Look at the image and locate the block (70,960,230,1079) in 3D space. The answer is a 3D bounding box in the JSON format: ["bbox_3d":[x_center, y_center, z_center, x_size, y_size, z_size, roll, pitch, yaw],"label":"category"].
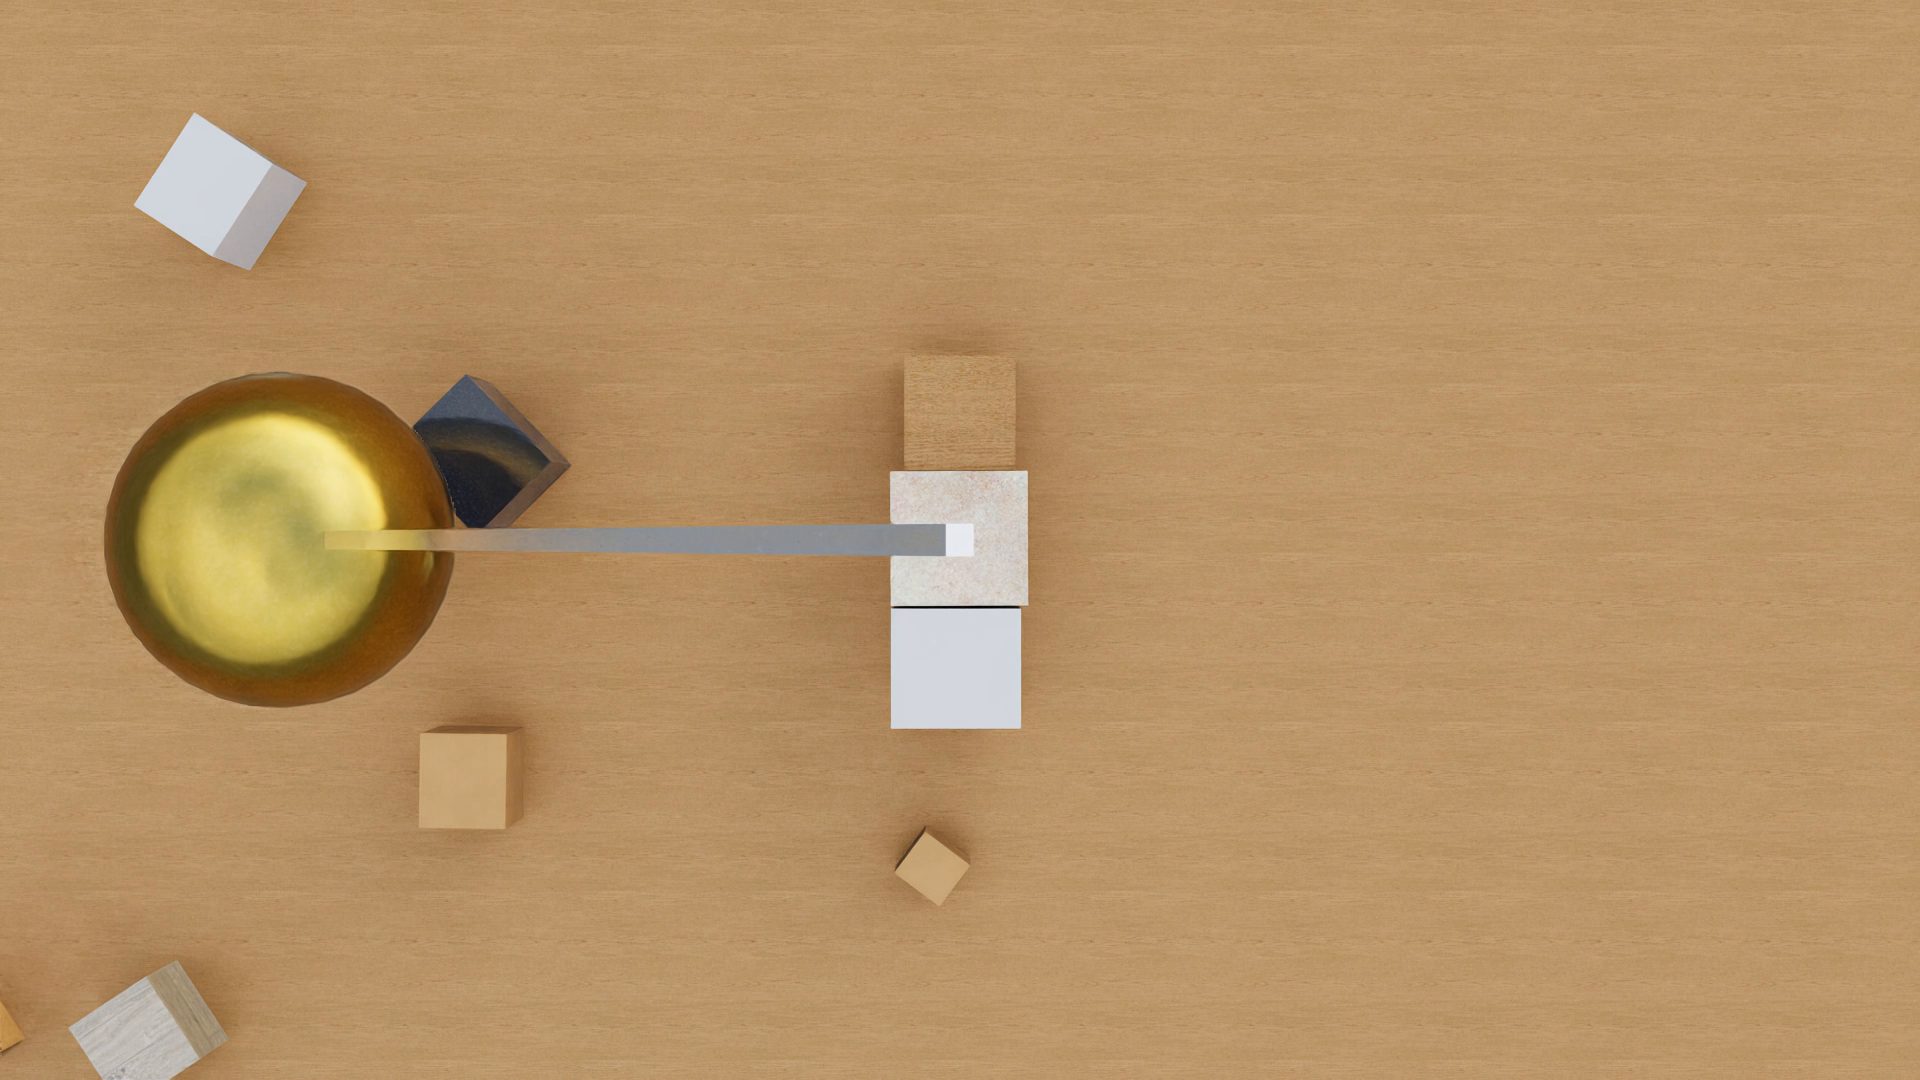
[{"bbox_3d":[-4.693,2.861,12.749,0.526,0.503,0.562,-33,90,0],"label":"block"}]

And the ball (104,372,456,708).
[{"bbox_3d":[-3.216,0.000,10.459,1.600,1.600,1.600,0,90,0],"label":"ball"}]

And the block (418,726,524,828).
[{"bbox_3d":[-2.823,1.368,12.741,0.491,0.517,0.537,1,90,0],"label":"block"}]

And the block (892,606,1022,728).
[{"bbox_3d":[-0.022,0.718,12.638,0.726,0.724,0.667,0,90,0],"label":"block"}]

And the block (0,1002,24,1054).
[{"bbox_3d":[-5.826,2.873,12.813,0.420,0.375,0.457,-34,90,0],"label":"block"}]

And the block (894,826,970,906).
[{"bbox_3d":[-0.160,1.900,12.849,0.325,0.303,0.297,37,90,0],"label":"block"}]

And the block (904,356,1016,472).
[{"bbox_3d":[0.000,-0.720,12.737,0.632,0.526,0.653,0,90,0],"label":"block"}]

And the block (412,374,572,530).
[{"bbox_3d":[-2.747,-0.478,12.672,0.595,0.657,0.686,-44,90,0],"label":"block"}]

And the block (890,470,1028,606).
[{"bbox_3d":[-0.004,-0.009,12.655,0.769,0.690,0.752,0,90,0],"label":"block"}]

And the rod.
[{"bbox_3d":[-1.394,0.000,7.589,0.080,5.200,0.080,0,90,-32],"label":"rod"}]

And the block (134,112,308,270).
[{"bbox_3d":[-4.248,-1.996,12.671,0.524,0.658,0.621,33,90,0],"label":"block"}]
